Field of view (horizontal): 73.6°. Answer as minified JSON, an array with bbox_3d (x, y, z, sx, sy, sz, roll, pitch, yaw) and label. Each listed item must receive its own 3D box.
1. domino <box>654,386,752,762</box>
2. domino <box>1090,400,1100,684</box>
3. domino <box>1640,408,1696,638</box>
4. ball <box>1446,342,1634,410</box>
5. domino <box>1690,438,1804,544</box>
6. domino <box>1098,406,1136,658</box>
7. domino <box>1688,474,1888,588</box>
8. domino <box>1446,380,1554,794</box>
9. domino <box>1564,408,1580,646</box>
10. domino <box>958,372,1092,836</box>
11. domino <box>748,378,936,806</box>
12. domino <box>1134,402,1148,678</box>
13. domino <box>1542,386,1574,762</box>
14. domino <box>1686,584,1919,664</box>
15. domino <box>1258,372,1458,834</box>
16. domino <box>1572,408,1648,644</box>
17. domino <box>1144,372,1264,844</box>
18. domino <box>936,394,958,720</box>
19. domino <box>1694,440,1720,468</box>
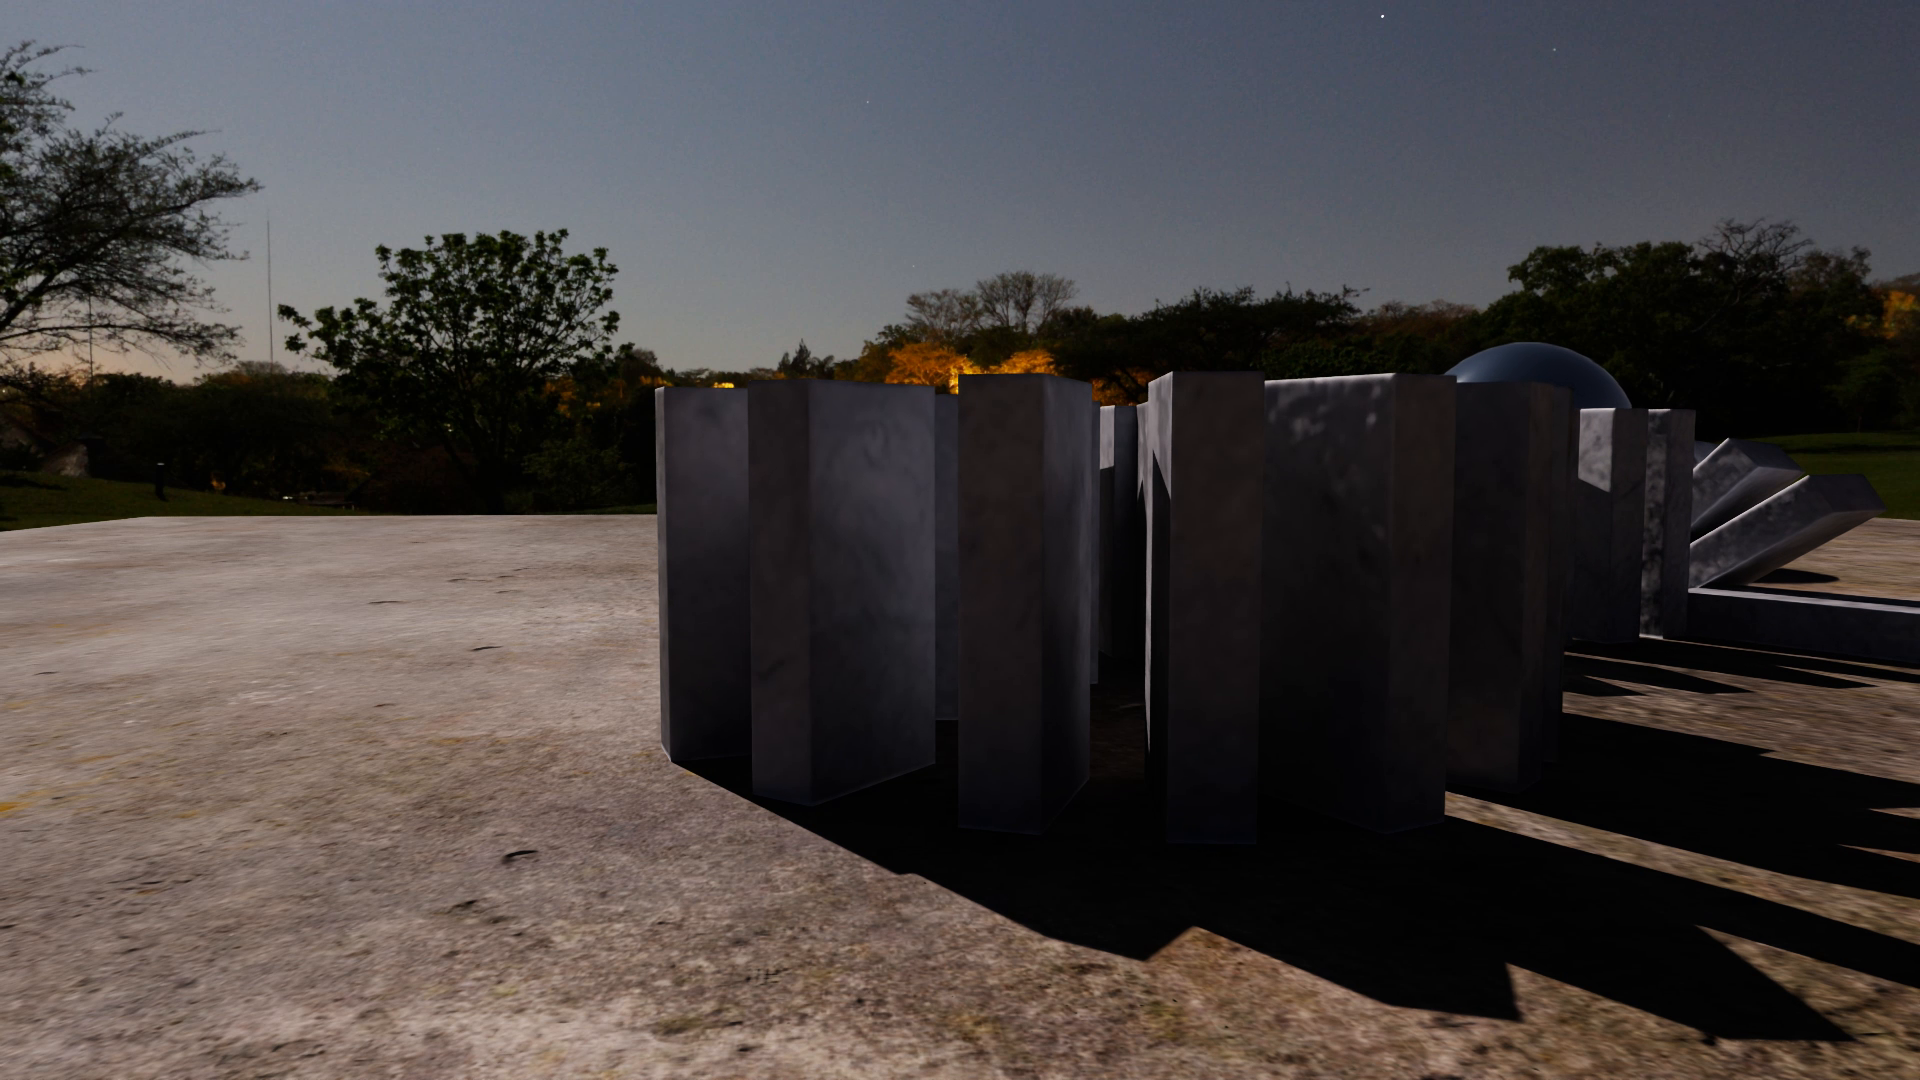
[{"bbox_3d":[-0.029,0.004,0.179,0.025,0.050,0.009,-2,5,-20],"label":"domino"},{"bbox_3d":[0.015,0.000,0.236,0.009,0.050,0.025,-2,5,-25],"label":"domino"},{"bbox_3d":[0.151,-0.004,0.291,0.010,0.050,0.025,-3,5,-32],"label":"domino"},{"bbox_3d":[0.210,-0.033,0.480,0.080,0.080,0.080,0,4,0],"label":"ball"},{"bbox_3d":[0.177,-0.003,0.313,0.025,0.050,0.010,1,47,-36],"label":"domino"},{"bbox_3d":[0.033,-0.002,0.266,0.010,0.050,0.025,-1,4,-9],"label":"domino"},{"bbox_3d":[0.182,0.002,0.297,0.025,0.010,0.050,-3,-29,-32],"label":"domino"},{"bbox_3d":[0.061,0.005,0.166,0.025,0.050,0.009,4,6,40],"label":"domino"},{"bbox_3d":[0.122,-0.003,0.280,0.009,0.050,0.025,-1,4,-13],"label":"domino"},{"bbox_3d":[0.008,0.006,0.151,0.010,0.050,0.025,1,5,18],"label":"domino"},{"bbox_3d":[-0.014,0.005,0.162,0.009,0.050,0.025,3,5,34],"label":"domino"},{"bbox_3d":[0.039,0.000,0.240,0.010,0.050,0.025,0,4,3],"label":"domino"},{"bbox_3d":[0.071,0.004,0.180,0.025,0.050,0.010,2,5,28],"label":"domino"},{"bbox_3d":[0.184,0.017,0.275,0.025,0.009,0.050,-3,5,-32],"label":"domino"},{"bbox_3d":[0.044,0.006,0.151,0.009,0.050,0.025,-2,5,-29],"label":"domino"},{"bbox_3d":[0.137,-0.004,0.284,0.009,0.050,0.025,-2,5,-22],"label":"domino"},{"bbox_3d":[0.027,0.007,0.147,0.009,0.050,0.025,0,4,3],"label":"domino"},{"bbox_3d":[0.000,0.002,0.201,0.025,0.050,0.010,0,4,0],"label":"domino"},{"bbox_3d":[0.170,-0.004,0.324,0.025,0.050,0.009,2,46,-37],"label":"domino"}]
